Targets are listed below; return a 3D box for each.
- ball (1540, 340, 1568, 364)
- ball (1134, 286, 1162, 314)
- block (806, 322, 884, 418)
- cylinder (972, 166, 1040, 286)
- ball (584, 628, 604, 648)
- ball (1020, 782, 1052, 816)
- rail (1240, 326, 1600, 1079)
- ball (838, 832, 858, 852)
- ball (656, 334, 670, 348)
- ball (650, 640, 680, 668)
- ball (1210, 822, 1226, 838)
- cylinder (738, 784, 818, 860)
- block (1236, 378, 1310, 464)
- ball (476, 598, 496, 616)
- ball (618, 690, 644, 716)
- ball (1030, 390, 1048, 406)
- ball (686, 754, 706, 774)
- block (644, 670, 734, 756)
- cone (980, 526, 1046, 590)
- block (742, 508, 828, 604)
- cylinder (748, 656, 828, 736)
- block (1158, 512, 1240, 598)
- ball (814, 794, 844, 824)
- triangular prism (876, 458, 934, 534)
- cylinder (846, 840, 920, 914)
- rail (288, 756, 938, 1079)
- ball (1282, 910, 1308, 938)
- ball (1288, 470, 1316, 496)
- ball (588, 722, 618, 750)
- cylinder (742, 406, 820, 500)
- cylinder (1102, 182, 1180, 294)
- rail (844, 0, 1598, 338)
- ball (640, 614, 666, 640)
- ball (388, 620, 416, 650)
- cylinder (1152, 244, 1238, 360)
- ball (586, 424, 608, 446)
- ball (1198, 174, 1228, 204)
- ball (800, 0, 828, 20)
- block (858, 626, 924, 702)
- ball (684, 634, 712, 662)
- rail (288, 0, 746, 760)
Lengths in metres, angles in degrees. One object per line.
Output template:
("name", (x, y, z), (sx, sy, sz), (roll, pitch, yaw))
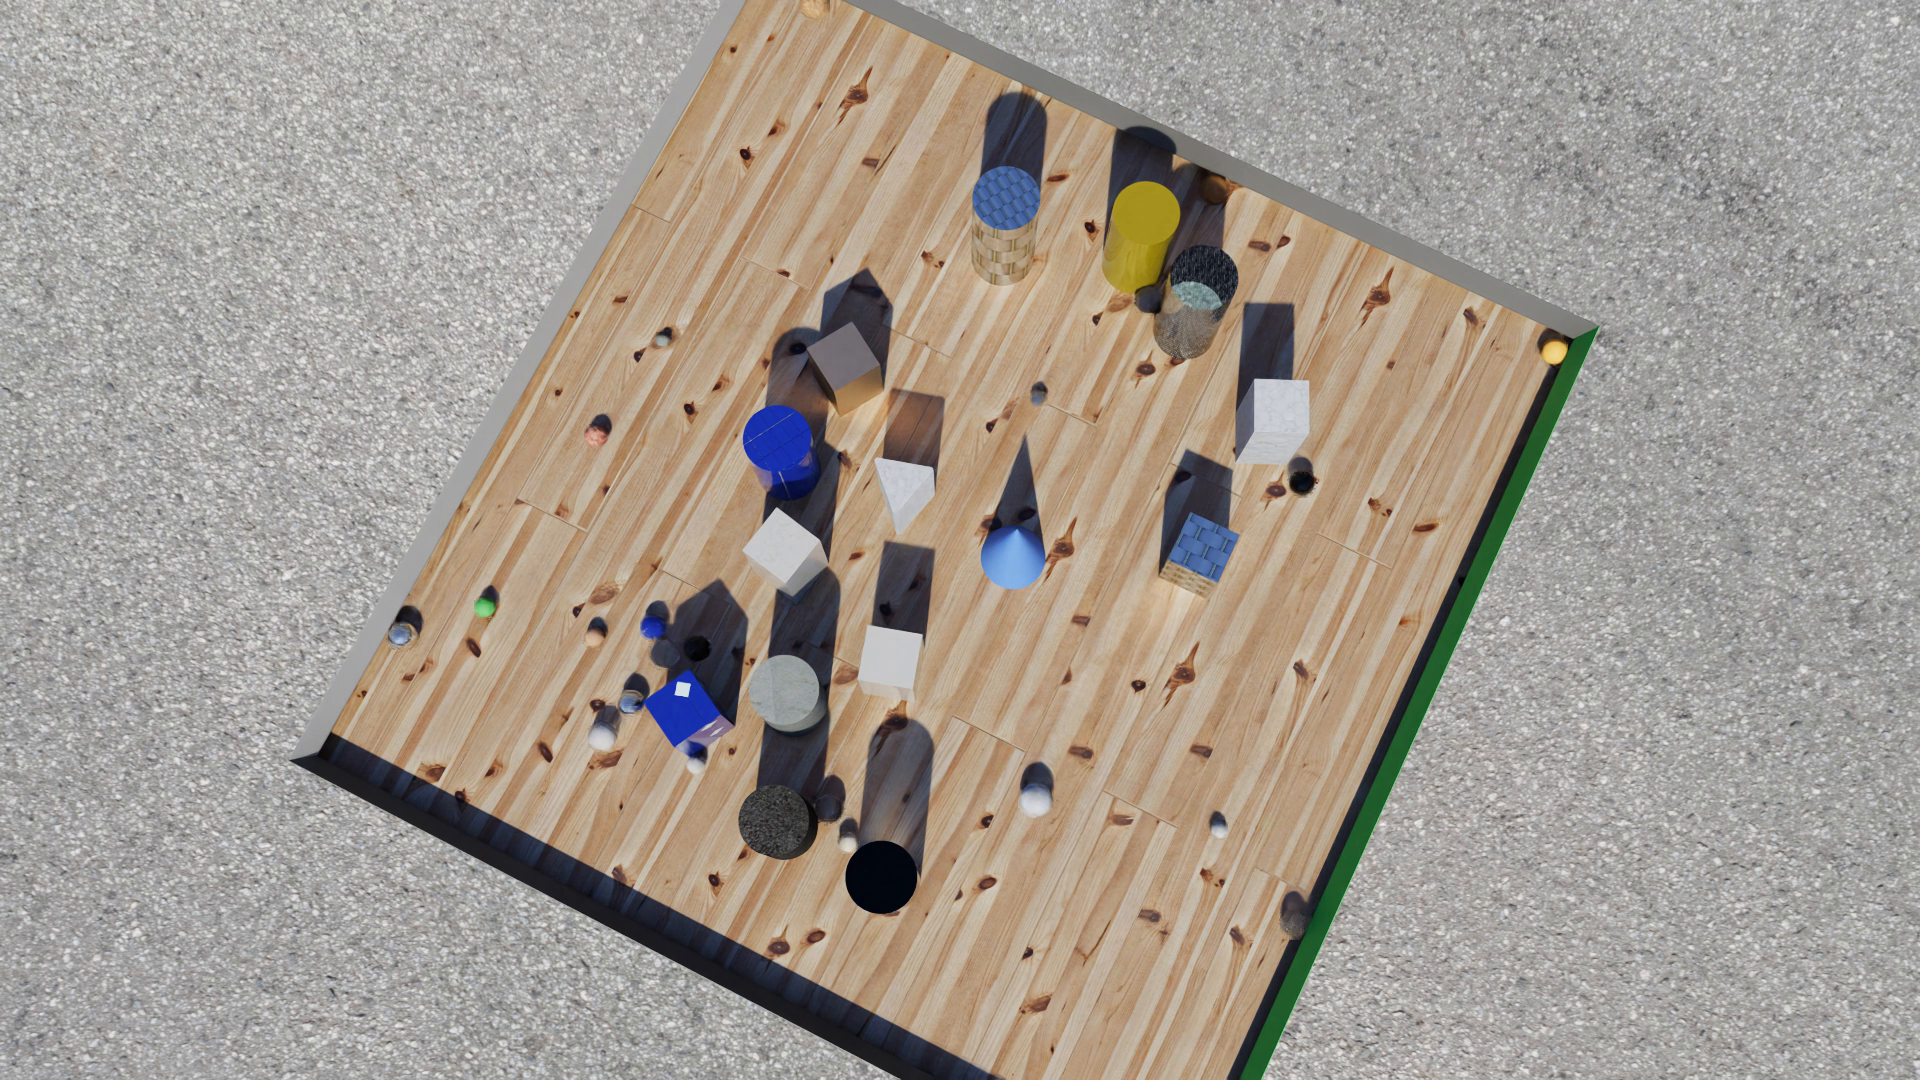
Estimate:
("ball", (1.848, -0.584, 5.697), (0.080, 0.080, 0.080), (0, 78, 0))
("ball", (0.589, -0.750, 5.728), (0.085, 0.085, 0.085), (0, 78, 0))
("block", (-0.347, -0.516, 5.579), (0.159, 0.283, 0.159), (-32, 80, -6))
("cylinder", (0.135, -0.947, 5.569), (0.199, 0.477, 0.199), (0, 78, 0))
("ball", (-1.103, 0.294, 5.525), (0.060, 0.060, 0.060), (0, 78, 0))
("ball", (0.225, 0.765, 5.407), (0.099, 0.099, 0.099), (0, 78, 0))
("rail", (1.285, 0.636, 5.418), (0.045, 0.129, 2.946), (26, 80, 5))
("ball", (-0.333, 0.889, 5.402), (0.060, 0.060, 0.060), (0, 78, 0))
("ball", (-0.928, -0.624, 5.724), (0.044, 0.044, 0.044), (0, 78, 0))
("ball", (-0.886, 0.343, 5.501), (0.087, 0.087, 0.087), (0, 78, 0))
("ball", (0.764, 0.856, 5.415), (0.047, 0.047, 0.047), (0, 78, 0))
("cylinder", (-0.520, 0.816, 5.280), (0.199, 0.329, 0.199), (0, 78, 0))
("block", (0.933, -0.351, 5.498), (0.159, 0.375, 0.159), (2, 78, 0))
("ball", (-1.436, 0.203, 5.544), (0.060, 0.060, 0.060), (0, 78, 0))
("ball", (-0.981, 0.487, 5.475), (0.080, 0.080, 0.080), (0, 78, 0))
("ball", (0.245, -0.443, 5.682), (0.051, 0.051, 0.051), (0, 78, 0))
("ball", (-0.785, 0.666, 5.451), (0.055, 0.055, 0.055), (0, 78, 0))
("block", (-0.786, 0.509, 5.339), (0.159, 0.337, 0.159), (-35, 80, -7))
("cone", (0.163, 0.011, 5.405), (0.199, 0.411, 0.199), (0, 78, 0))
("block", (-0.512, 0.051, 5.423), (0.159, 0.359, 0.159), (37, 81, 7))
("cylinder", (-0.497, 0.458, 5.343), (0.199, 0.350, 0.199), (0, 78, 0))
("block", (0.711, 0.049, 5.469), (0.159, 0.270, 0.159), (25, 79, 5))
("ball", (-0.386, 0.793, 5.409), (0.085, 0.085, 0.085), (0, 78, 0))
("triangular prism", (-0.190, -0.159, 5.490), (0.149, 0.312, 0.172), (40, 81, 8))
("cylinder", (-0.216, 0.964, 5.215), (0.199, 0.395, 0.199), (0, 78, 0))
("rail", (-0.648, 1.276, 5.285), (2.920, 0.129, 0.045), (26, 80, 5))
("ball", (0.977, 1.119, 5.345), (0.078, 0.078, 0.078), (0, 78, 0))
("ball", (1.047, -0.175, 5.612), (0.079, 0.079, 0.079), (0, 78, 0))
("ball", (-1.062, 0.583, 5.454), (0.083, 0.083, 0.083), (0, 78, 0))
("cylinder", (-0.529, -0.256, 5.479), (0.199, 0.374, 0.199), (0, 78, 0))
("cylinder", (0.548, -0.917, 5.589), (0.199, 0.426, 0.199), (0, 78, 0))
("rail", (0.648, -1.262, 5.811), (2.920, 0.129, 0.045), (26, 80, 5))
("ball", (-0.924, 0.262, 5.524), (0.076, 0.076, 0.076), (0, 78, 0))
("ball", (-1.678, 0.286, 5.514), (0.085, 0.085, 0.085), (0, 78, 0))
("cylinder", (0.705, -0.709, 5.520), (0.199, 0.478, 0.199), (0, 78, 0))
("ball", (-1.120, -0.322, 5.648), (0.069, 0.069, 0.069), (0, 78, 0))
("ball", (0.800, -1.112, 5.799), (0.093, 0.093, 0.093), (0, 78, 0))
("ball", (-0.472, -1.734, 5.928), (0.094, 0.094, 0.094), (0, 78, 0))
("block", (-0.199, 0.366, 5.375), (0.159, 0.325, 0.159), (10, 78, 2))
("ball", (-0.789, 0.325, 5.508), (0.080, 0.080, 0.080), (0, 78, 0))
("rail", (-1.285, -0.622, 5.678), (0.045, 0.129, 2.946), (26, 80, 5))
